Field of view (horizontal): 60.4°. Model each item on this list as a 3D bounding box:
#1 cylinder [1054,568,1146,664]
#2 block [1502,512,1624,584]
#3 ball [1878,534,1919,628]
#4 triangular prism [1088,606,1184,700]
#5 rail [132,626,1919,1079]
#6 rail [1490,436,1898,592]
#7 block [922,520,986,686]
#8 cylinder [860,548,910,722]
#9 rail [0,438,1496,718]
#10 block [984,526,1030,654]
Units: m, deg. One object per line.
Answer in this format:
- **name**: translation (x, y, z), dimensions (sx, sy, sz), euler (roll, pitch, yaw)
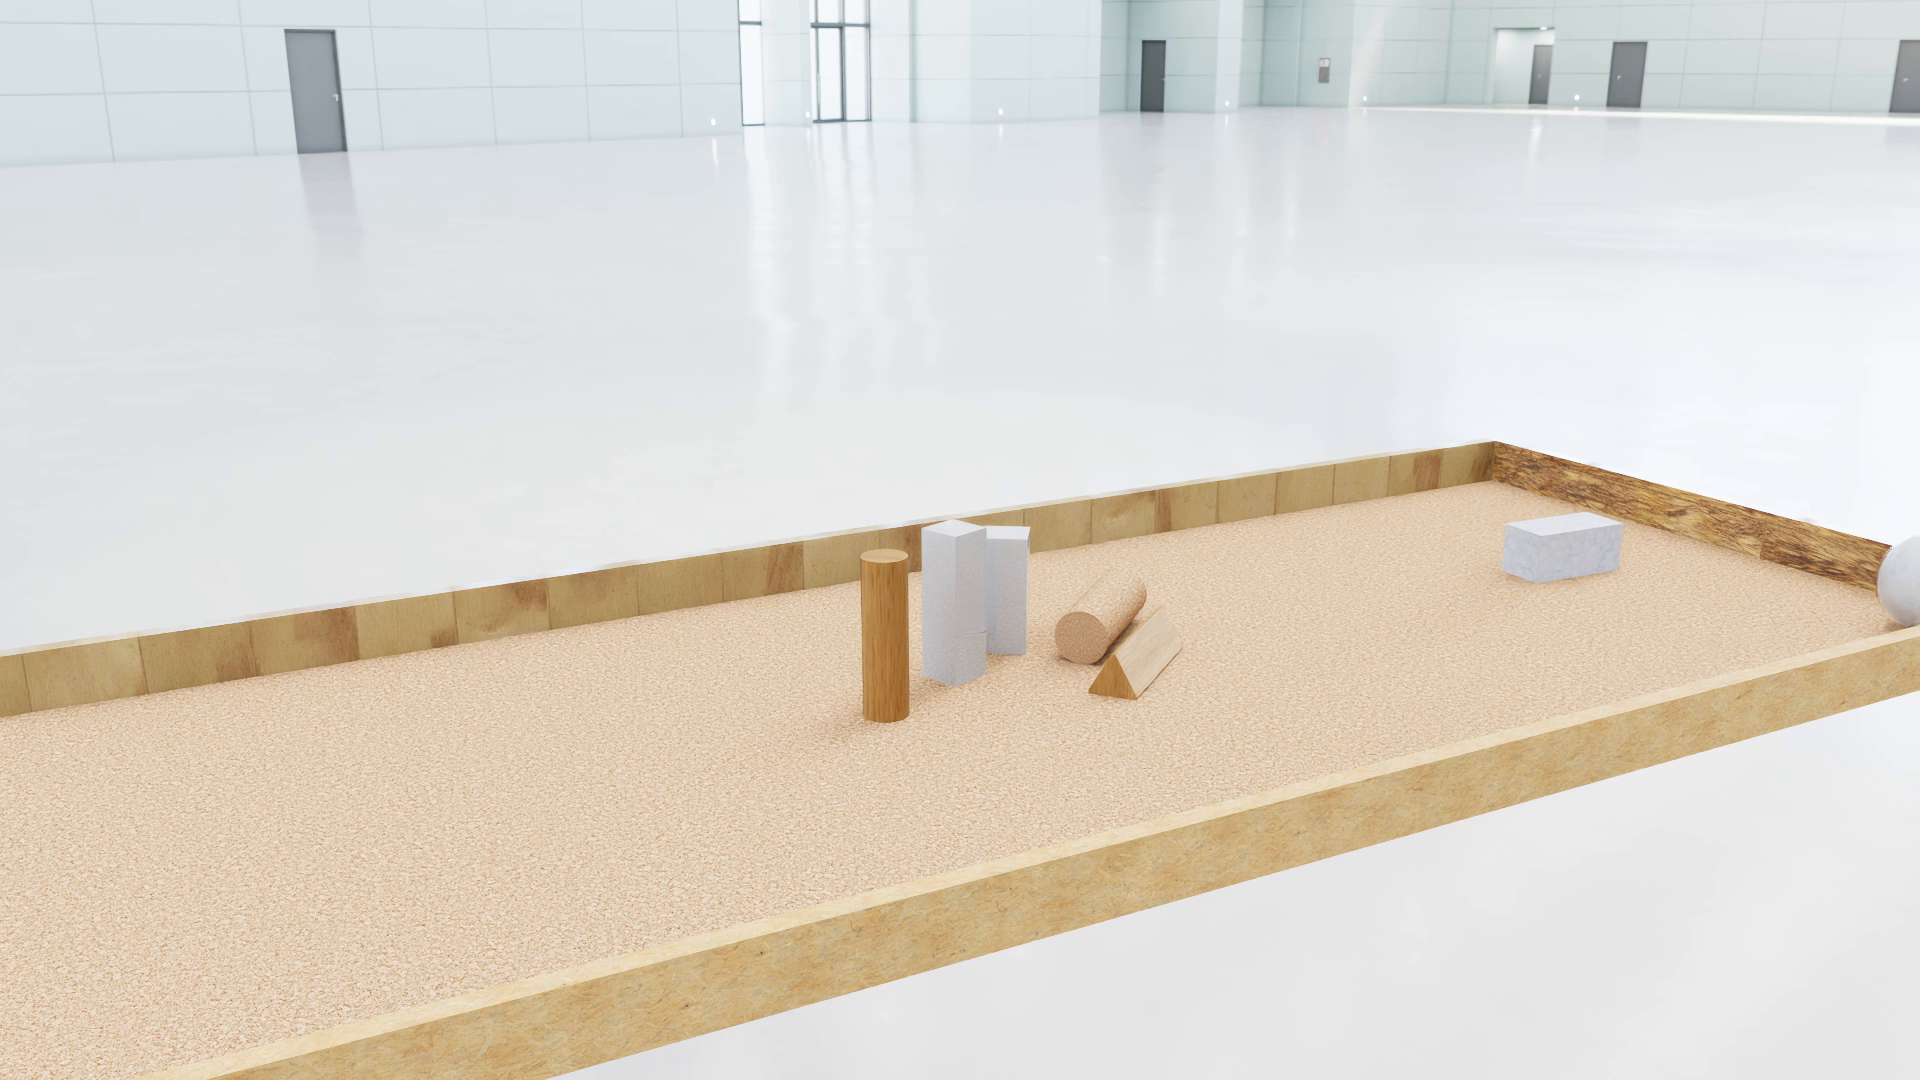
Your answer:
- **cylinder**: translation (0.382, 0.199, 4.424), dimensions (0.144, 0.144, 0.402), euler (6, 17, 19)
- **block**: translation (1.834, 0.021, 5.021), dimensions (0.323, 0.148, 0.148), euler (-7, 18, -24)
- **ball**: translation (2.639, 0.118, 4.455), dimensions (0.282, 0.282, 0.282), euler (0, 16, 0)
- **triangular prism**: translation (0.455, 0.277, 4.209), dimensions (0.125, 0.108, 0.408), euler (7, 18, 22)
- **rail**: translation (-2.336, 1.006, 1.665), dimensions (12.000, 0.150, 0.050), euler (-9, 18, -27)
- **rail**: translation (2.466, -0.048, 5.253), dimensions (0.050, 0.150, 2.100), euler (-9, 18, -27)
- **block**: translation (-0.014, 0.157, 4.130), dimensions (0.114, 0.390, 0.114), euler (15, 22, 41)
- **cylinder**: translation (-0.176, 0.226, 3.886), dimensions (0.111, 0.395, 0.111), euler (0, 16, 0)
- **rail**: translation (-3.305, 0.497, 3.399), dimensions (12.000, 0.150, 0.050), euler (-9, 18, -27)
- **block**: translation (0.120, 0.132, 4.347), dimensions (0.119, 0.315, 0.119), euler (2, 16, 6)
